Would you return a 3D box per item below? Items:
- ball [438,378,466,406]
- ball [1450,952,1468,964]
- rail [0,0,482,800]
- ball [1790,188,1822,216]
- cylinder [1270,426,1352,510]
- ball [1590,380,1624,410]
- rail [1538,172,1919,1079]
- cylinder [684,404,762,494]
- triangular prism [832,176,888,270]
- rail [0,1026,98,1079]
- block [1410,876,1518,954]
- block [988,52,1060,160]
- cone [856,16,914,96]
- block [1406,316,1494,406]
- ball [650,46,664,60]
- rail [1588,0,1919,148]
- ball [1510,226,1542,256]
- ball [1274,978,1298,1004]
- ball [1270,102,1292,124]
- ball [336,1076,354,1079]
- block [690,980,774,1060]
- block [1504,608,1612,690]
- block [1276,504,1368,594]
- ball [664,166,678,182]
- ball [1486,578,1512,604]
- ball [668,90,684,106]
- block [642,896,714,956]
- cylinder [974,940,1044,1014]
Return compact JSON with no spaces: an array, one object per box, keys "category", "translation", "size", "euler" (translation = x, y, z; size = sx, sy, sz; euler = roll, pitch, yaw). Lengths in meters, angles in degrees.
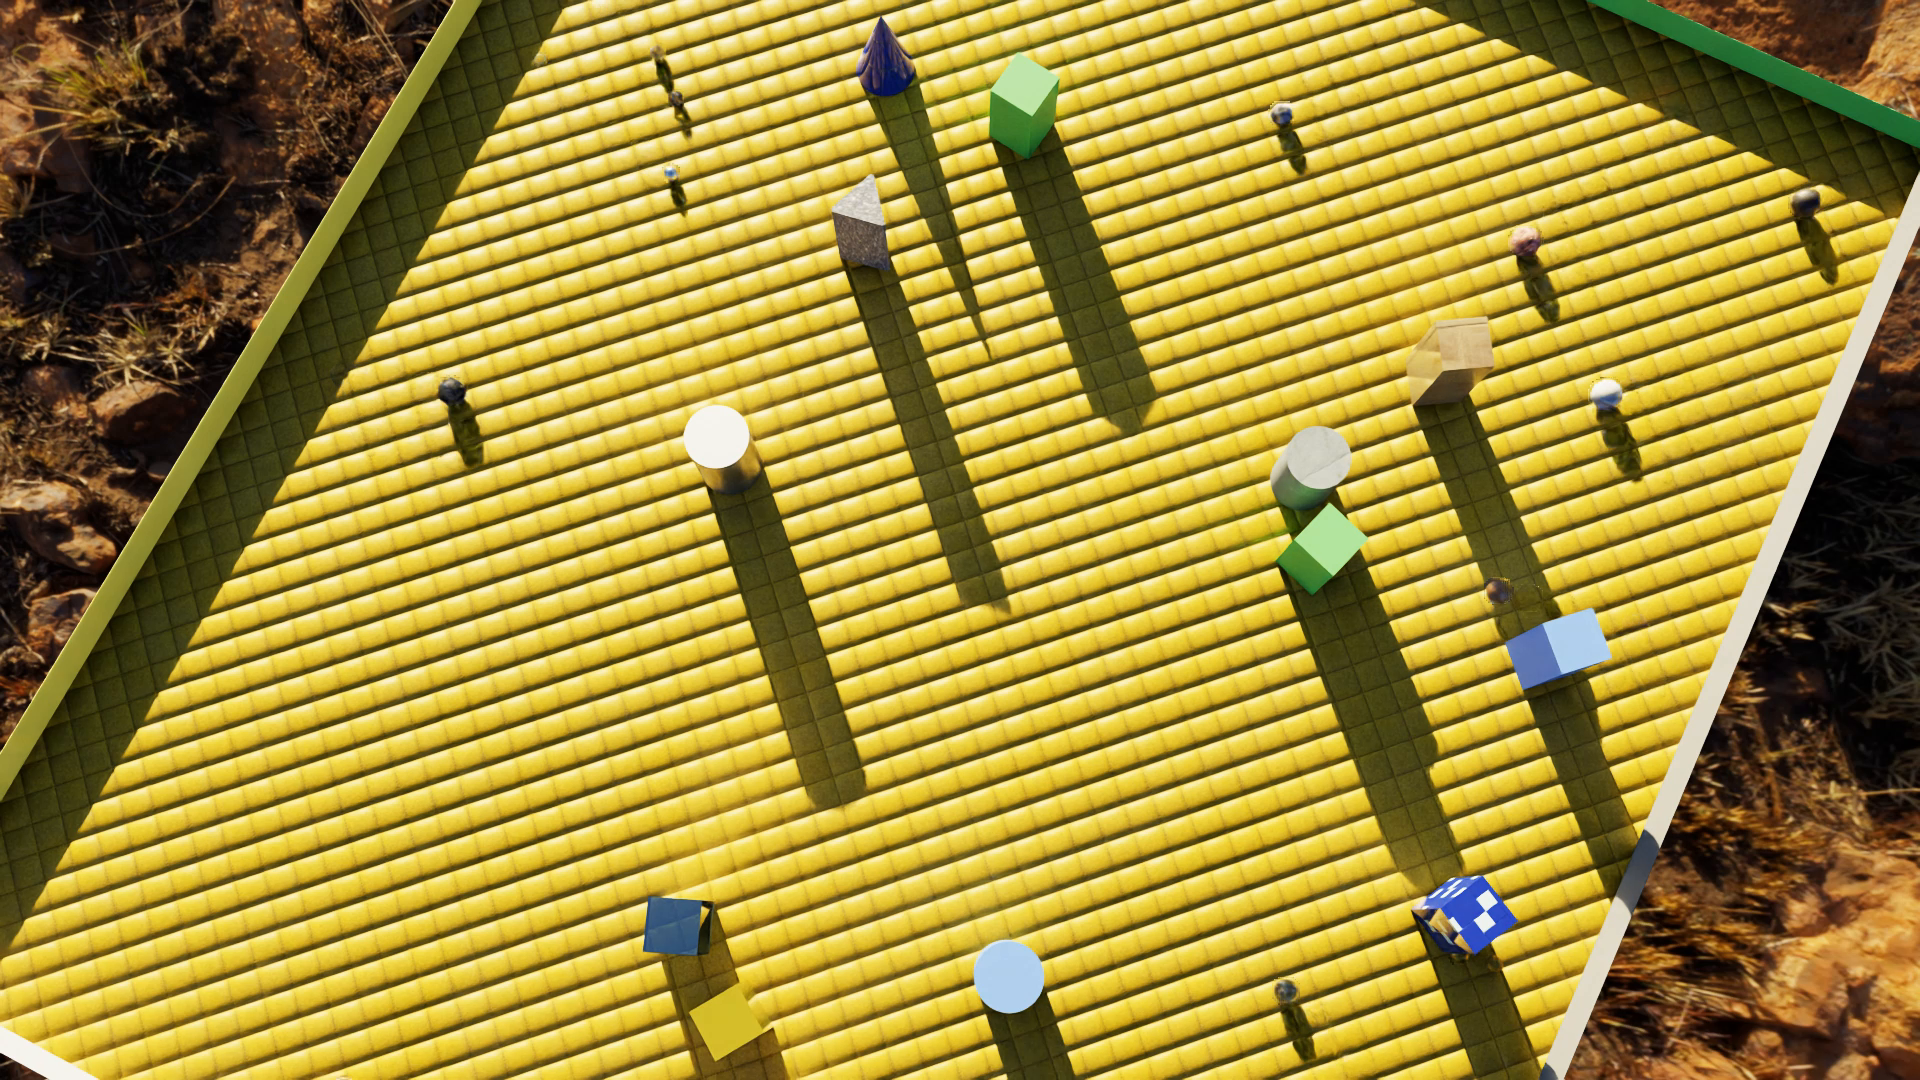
[{"category":"ball","translation":[-1.572,-0.458,5.667],"size":[0.087,0.087,0.087],"euler":[0,78,0]},{"category":"ball","translation":[1.456,1.208,5.340],"size":[0.052,0.052,0.052],"euler":[0,78,0]},{"category":"rail","translation":[-1.968,-0.957,5.750],"size":[0.045,0.124,5.095],"euler":[26,80,5]},{"category":"ball","translation":[2.673,-1.067,5.792],"size":[0.089,0.089,0.089],"euler":[0,78,0]},{"category":"cylinder","translation":[1.052,-0.213,5.511],"size":[0.190,0.292,0.190],"euler":[0,78,0]},{"category":"ball","translation":[1.998,-0.449,5.661],"size":[0.095,0.095,0.095],"euler":[0,78,0]},{"category":"rail","translation":[1.968,0.970,5.352],"size":[0.045,0.124,5.095],"euler":[26,80,5]},{"category":"cylinder","translation":[-0.708,-0.266,5.497],"size":[0.190,0.341,0.190],"euler":[0,78,0]},{"category":"triangular prism","translation":[-0.282,-0.981,5.621],"size":[0.165,0.388,0.143],"euler":[17,79,3]},{"category":"rail","translation":[-1.129,2.217,5.094],"size":[4.449,0.124,0.045],"euler":[26,80,5]},{"category":"block","translation":[1.431,1.068,5.220],"size":[0.152,0.344,0.152],"euler":[-35,81,-7]},{"category":"block","translation":[0.198,-1.354,5.730],"size":[0.152,0.325,0.152],"euler":[33,80,6]},{"category":"cone","translation":[-0.241,-1.561,5.755],"size":[0.190,0.361,0.190],"euler":[0,78,0]},{"category":"block","translation":[1.475,-0.536,5.535],"size":[0.152,0.377,0.152],"euler":[-5,78,-1]},{"category":"ball","translation":[-0.977,-1.573,5.918],"size":[0.047,0.047,0.047],"euler":[0,78,0]},{"category":"rail","translation":[1.129,-2.204,6.008],"size":[4.449,0.124,0.045],"euler":[26,80,5]},{"category":"ball","translation":[1.780,-0.940,5.764],"size":[0.092,0.092,0.092],"euler":[0,78,0]},{"category":"ball","translation":[0.945,1.308,5.309],"size":[0.072,0.072,0.072],"euler":[0,78,0]},{"category":"ball","translation":[1.030,-1.365,5.863],"size":[0.069,0.069,0.069],"euler":[0,78,0]},{"category":"ball","translation":[-1.768,1.573,5.255],"size":[0.071,0.071,0.071],"euler":[0,78,0]},{"category":"block","translation":[-0.646,1.360,5.197],"size":[0.152,0.271,0.152],"euler":[-30,80,-6]},{"category":"block","translation":[1.745,0.322,5.361],"size":[0.152,0.370,0.152],"euler":[-17,79,-3]},{"category":"block","translation":[1.072,0.031,5.444],"size":[0.152,0.325,0.152],"euler":[44,82,8]},{"category":"ball","translation":[-0.920,-1.166,5.833],"size":[0.047,0.047,0.047],"euler":[0,78,0]},{"category":"ball","translation":[1.630,0.155,5.546],"size":[0.075,0.075,0.075],"euler":[0,78,0]},{"category":"ball","translation":[-0.913,-1.419,5.886],"size":[0.048,0.048,0.048],"euler":[0,78,0]},{"category":"block","translation":[-0.805,1.107,5.255],"size":[0.152,0.259,0.152],"euler":[4,78,1]},{"category":"cylinder","translation":[0.134,1.227,5.168],"size":[0.190,0.380,0.190],"euler":[0,78,0]}]
